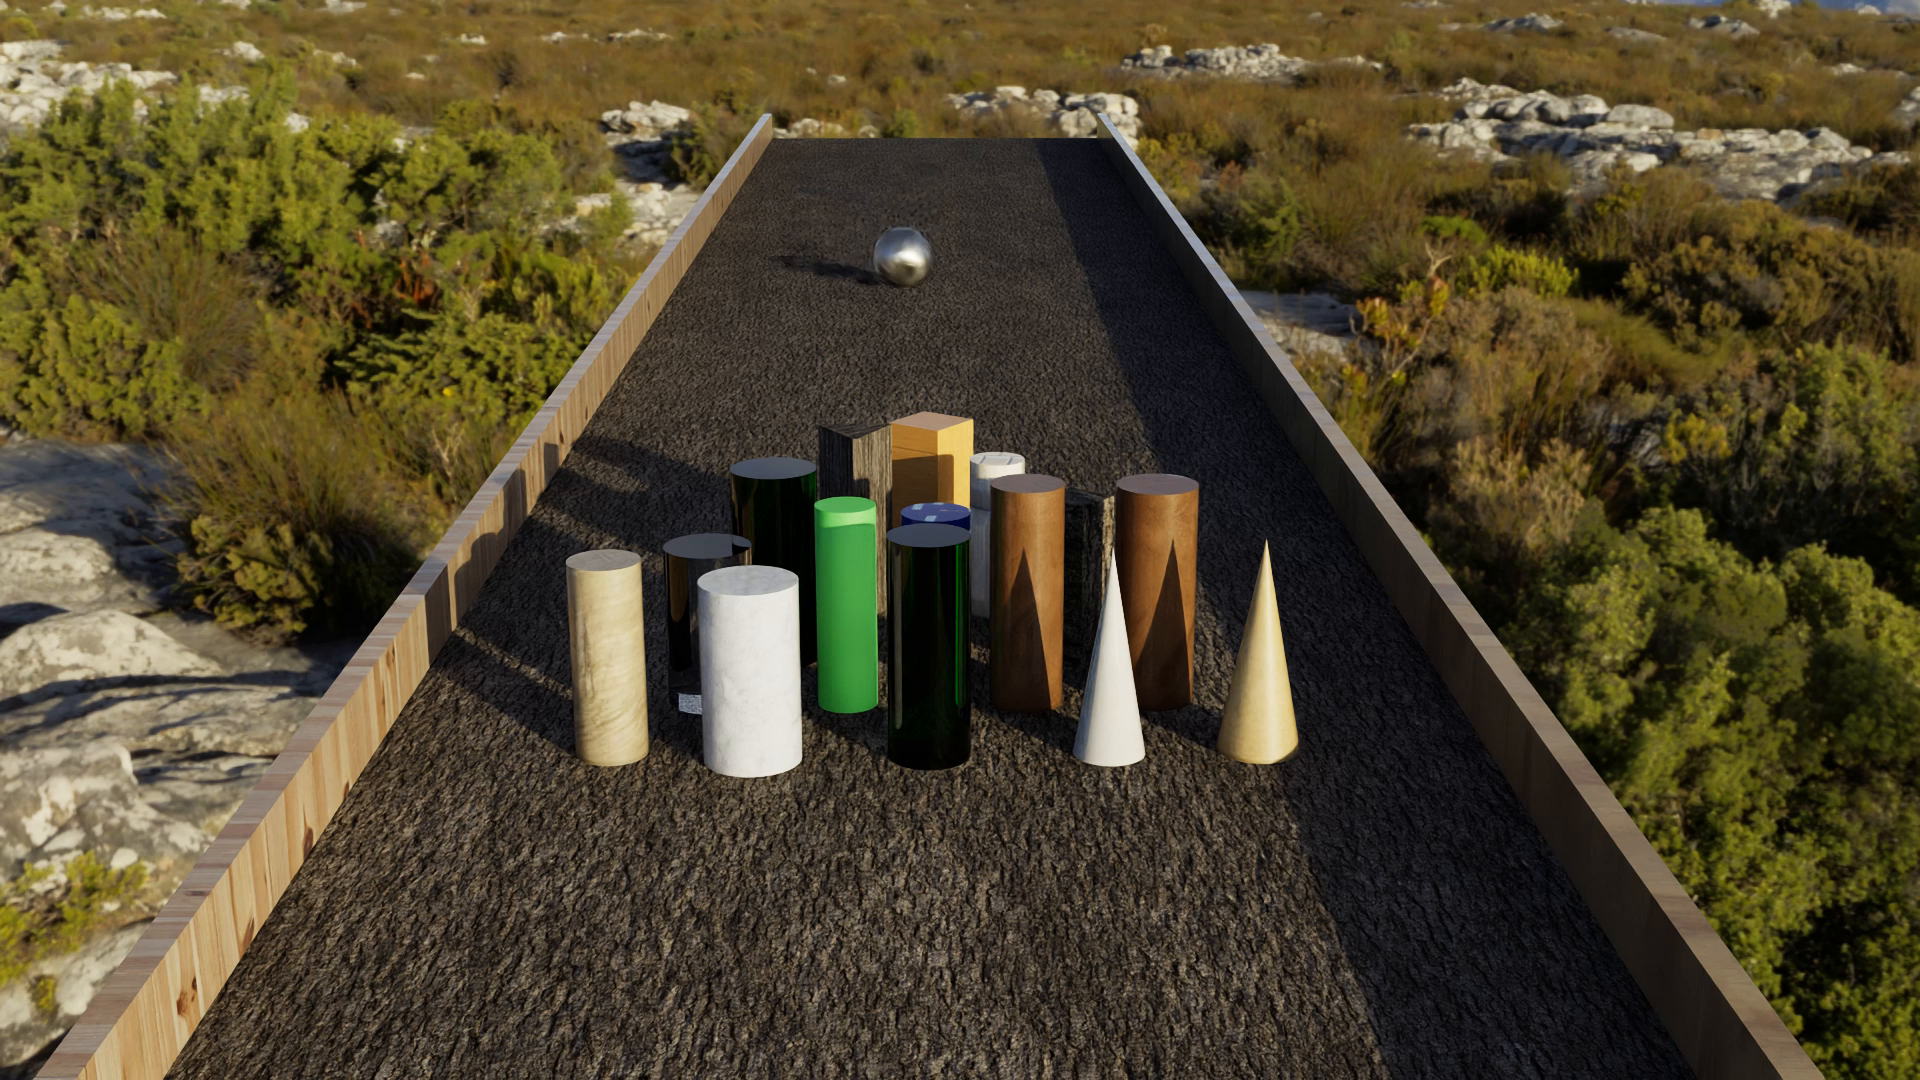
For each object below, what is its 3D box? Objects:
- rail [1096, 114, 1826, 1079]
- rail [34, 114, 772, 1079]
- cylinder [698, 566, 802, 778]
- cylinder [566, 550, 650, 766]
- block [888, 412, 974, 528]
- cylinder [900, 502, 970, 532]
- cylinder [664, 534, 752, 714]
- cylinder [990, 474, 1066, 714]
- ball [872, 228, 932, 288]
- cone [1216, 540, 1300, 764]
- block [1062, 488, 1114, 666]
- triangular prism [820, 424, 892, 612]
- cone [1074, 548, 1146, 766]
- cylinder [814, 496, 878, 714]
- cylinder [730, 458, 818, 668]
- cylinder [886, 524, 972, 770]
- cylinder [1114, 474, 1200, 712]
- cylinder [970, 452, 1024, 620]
[{"bbox_3d":[0.932,-0.844,7.801,0.050,0.150,12.000,0,17,-1],"label":"rail"},{"bbox_3d":[-1.118,-0.838,7.780,0.050,0.150,12.000,0,17,-1],"label":"rail"},{"bbox_3d":[-0.369,0.229,3.872,0.176,0.333,0.176,0,17,0],"label":"cylinder"},{"bbox_3d":[-0.623,0.208,3.895,0.131,0.361,0.131,0,17,0],"label":"cylinder"},{"bbox_3d":[-0.064,-0.092,4.909,0.134,0.357,0.134,11,20,34],"label":"block"},{"bbox_3d":[-0.048,0.092,4.380,0.139,0.307,0.139,0,17,0],"label":"cylinder"},{"bbox_3d":[-0.473,0.157,4.161,0.165,0.306,0.165,0,17,0],"label":"cylinder"},{"bbox_3d":[0.126,0.101,4.136,0.139,0.429,0.139,0,17,0],"label":"cylinder"},{"bbox_3d":[-0.222,-1.092,8.493,0.231,0.231,0.231,0,17,0],"label":"ball"},{"bbox_3d":[0.537,0.186,3.910,0.151,0.395,0.151,0,17,0],"label":"cone"},{"bbox_3d":[0.233,0.072,4.409,0.103,0.328,0.103,13,21,38],"label":"block"},{"bbox_3d":[-0.201,-0.043,4.664,0.131,0.402,0.151,-10,19,-31],"label":"triangular prism"},{"bbox_3d":[0.267,0.197,3.891,0.130,0.384,0.130,0,17,0],"label":"cone"},{"bbox_3d":[-0.213,0.122,4.131,0.114,0.391,0.114,0,17,0],"label":"cylinder"},{"bbox_3d":[-0.368,0.046,4.384,0.171,0.392,0.171,0,17,0],"label":"cylinder"},{"bbox_3d":[-0.055,0.188,3.878,0.148,0.409,0.148,0,17,0],"label":"cylinder"},{"bbox_3d":[0.368,0.098,4.154,0.154,0.423,0.154,0,17,0],"label":"cylinder"},{"bbox_3d":[0.078,-0.009,4.668,0.116,0.337,0.116,0,17,0],"label":"cylinder"}]
